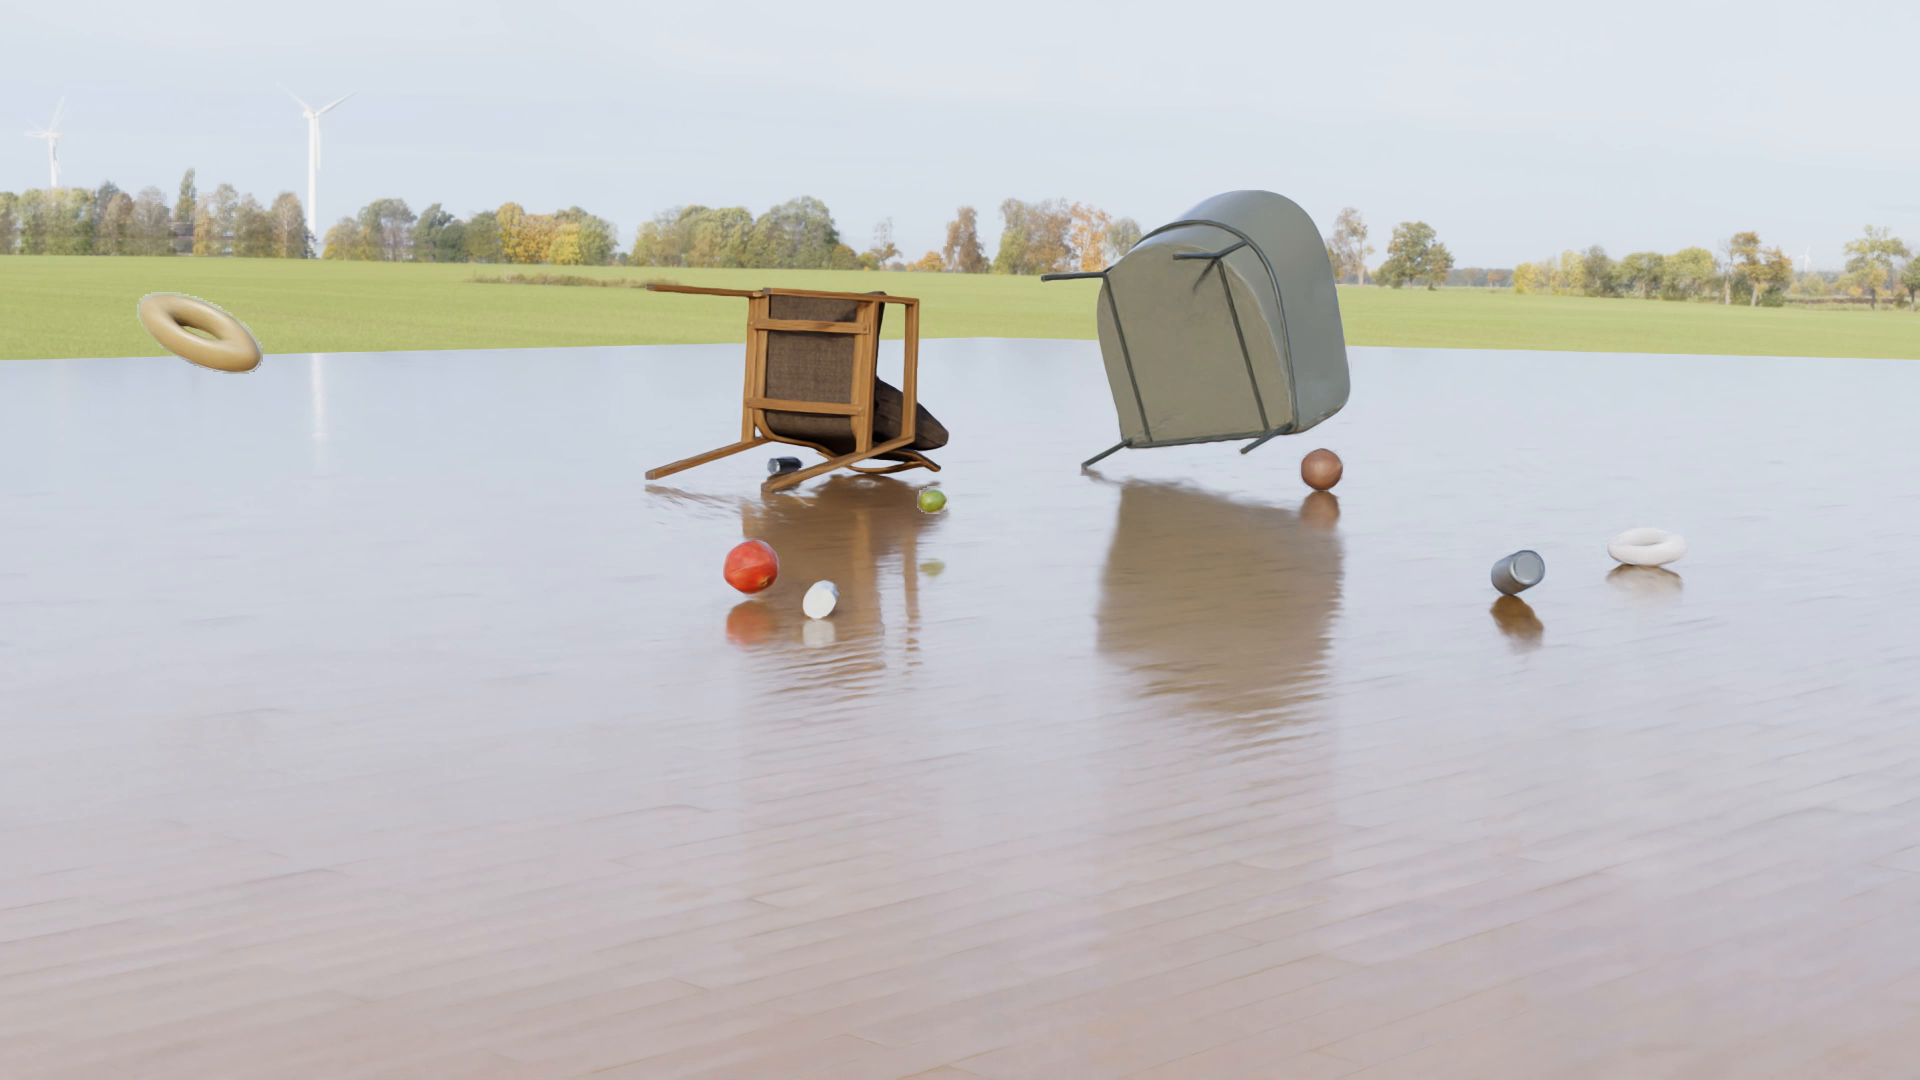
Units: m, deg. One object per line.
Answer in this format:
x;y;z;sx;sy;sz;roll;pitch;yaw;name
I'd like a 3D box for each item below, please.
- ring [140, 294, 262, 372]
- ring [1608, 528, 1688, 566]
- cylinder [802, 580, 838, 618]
-1.877;-0.511;6.336;0.327;0.139;0.102;25;-33;2;ring
1.566;0.016;5.848;0.188;0.061;0.087;-2;45;34;ring
-0.270;0.115;4.977;0.065;0.057;0.067;-33;7;10;cylinder
